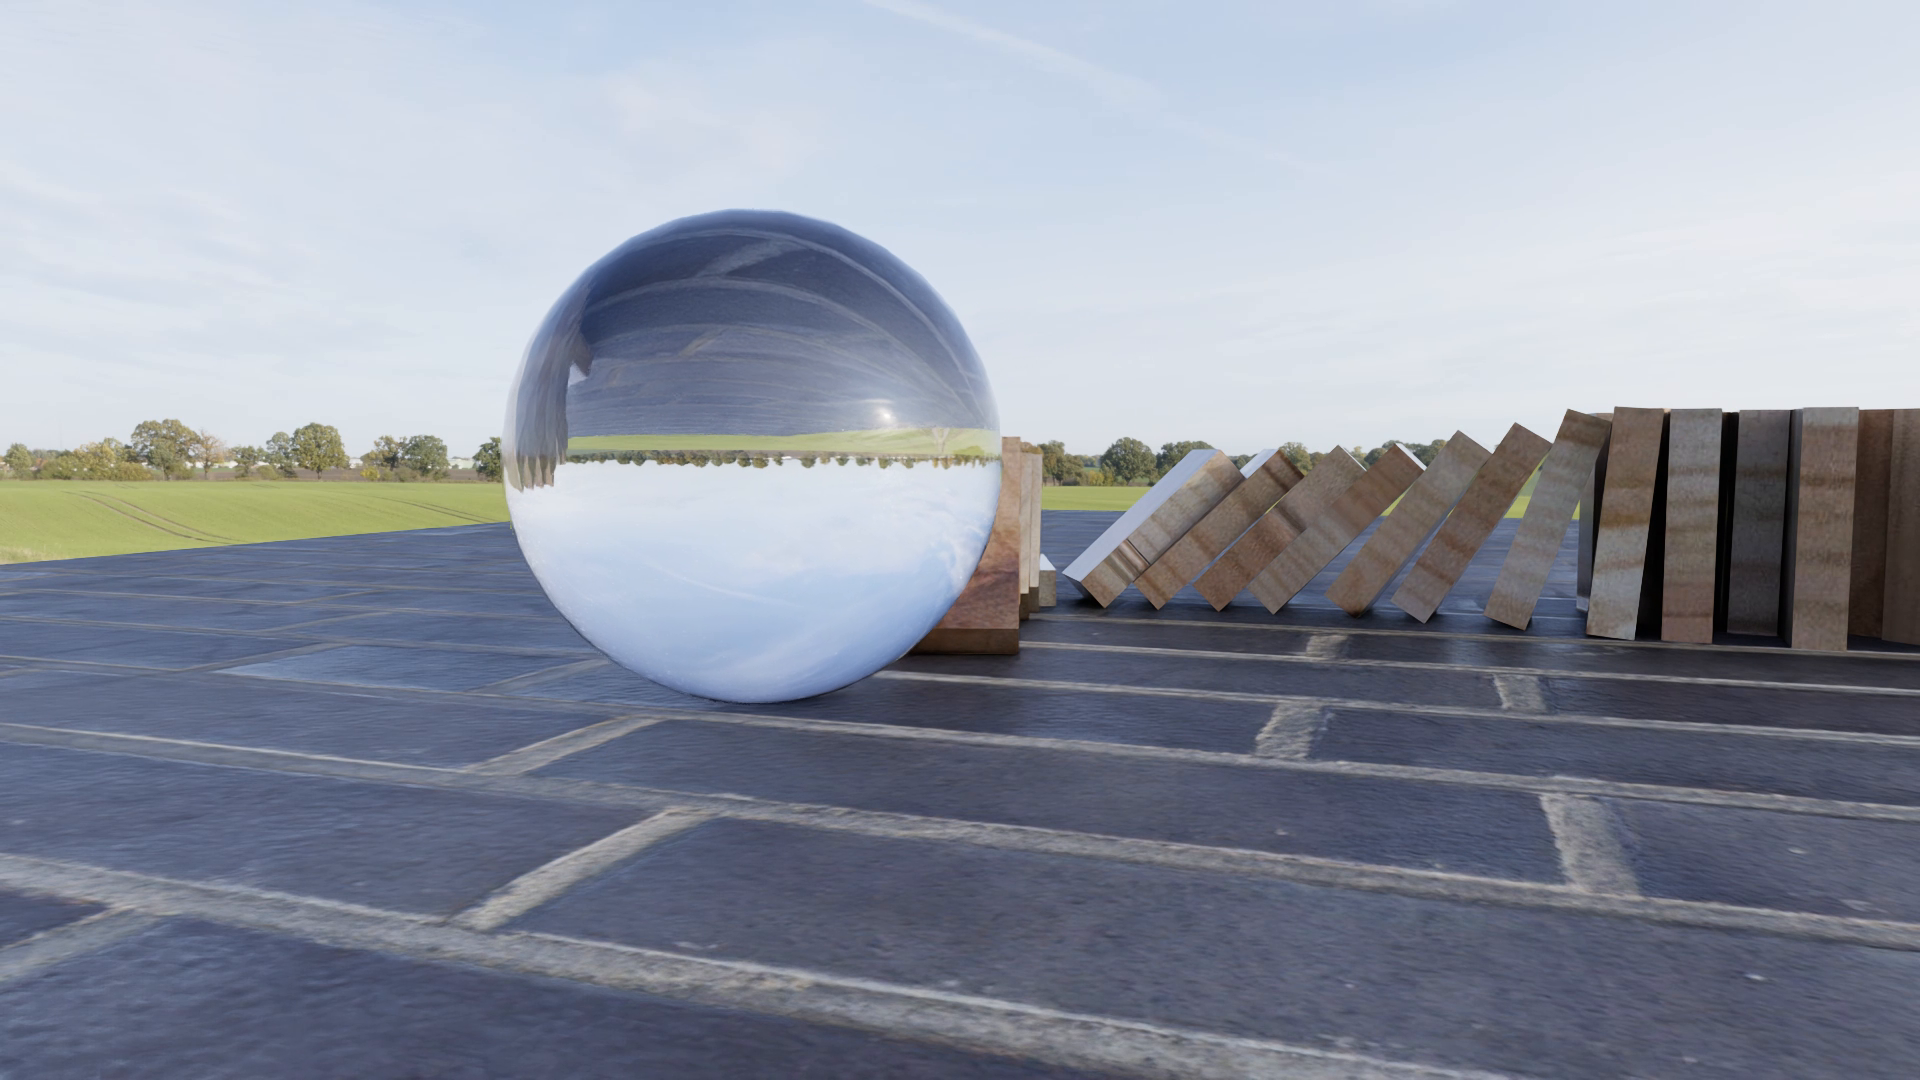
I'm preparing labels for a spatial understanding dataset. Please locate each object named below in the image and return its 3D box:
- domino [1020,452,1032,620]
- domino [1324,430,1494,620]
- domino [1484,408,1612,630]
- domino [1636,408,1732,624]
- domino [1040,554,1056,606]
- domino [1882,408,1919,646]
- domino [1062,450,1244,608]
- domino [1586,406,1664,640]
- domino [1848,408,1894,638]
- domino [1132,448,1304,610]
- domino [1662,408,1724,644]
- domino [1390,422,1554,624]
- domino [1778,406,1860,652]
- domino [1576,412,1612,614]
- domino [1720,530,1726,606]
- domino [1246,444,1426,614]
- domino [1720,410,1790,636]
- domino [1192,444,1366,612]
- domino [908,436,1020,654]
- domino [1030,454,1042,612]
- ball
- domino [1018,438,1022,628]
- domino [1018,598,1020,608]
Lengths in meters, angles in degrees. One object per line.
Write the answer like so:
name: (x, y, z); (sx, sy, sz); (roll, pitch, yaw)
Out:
domino: (0.005, -0.002, 0.325); (0.025, 0.010, 0.050); (0, 45, 5)
domino: (0.111, -0.004, 0.316); (0.009, 0.050, 0.025); (41, 20, 18)
domino: (0.138, -0.005, 0.300); (0.009, 0.050, 0.025); (23, 13, 23)
domino: (0.170, -0.006, 0.305); (0.025, 0.050, 0.009); (0, 4, -26)
domino: (0.013, 0.011, 0.361); (0.025, 0.010, 0.050); (0, 4, 0)
domino: (0.209, -0.002, 0.267); (0.009, 0.050, 0.025); (-1, 5, -18)
domino: (0.051, -0.004, 0.343); (0.050, 0.009, 0.025); (-43, 7, -2)
domino: (0.149, -0.004, 0.288); (0.010, 0.050, 0.025); (7, 7, 26)
domino: (0.201, -0.004, 0.291); (0.009, 0.050, 0.025); (-2, 5, -29)
domino: (0.067, -0.003, 0.339); (0.050, 0.010, 0.025); (-43, 0, 6)
domino: (0.163, -0.004, 0.285); (0.009, 0.050, 0.025); (3, 5, 31)
domino: (0.124, -0.004, 0.309); (0.010, 0.050, 0.025); (36, 18, 20)
domino: (0.183, -0.003, 0.274); (0.010, 0.050, 0.025); (2, 5, 26)
domino: (0.170, -0.007, 0.321); (0.025, 0.050, 0.010); (0, 3, 7)
domino: (0.203, -0.008, 0.341); (0.009, 0.050, 0.025); (0, 4, 3)
domino: (0.096, -0.003, 0.325); (0.010, 0.050, 0.025); (47, 19, 13)
domino: (0.183, -0.005, 0.295); (0.010, 0.050, 0.025); (3, 5, 28)
domino: (0.083, -0.003, 0.331); (0.009, 0.050, 0.025); (46, 15, 9)
domino: (0.000, 0.000, 0.272); (0.025, 0.050, 0.010); (0, -37, 3)
domino: (0.009, -0.003, 0.339); (0.025, 0.009, 0.050); (0, 45, 5)
ball: (-0.033, -0.013, 0.210); (0.080, 0.080, 0.080); (0, 4, 0)
domino: (0.002, -0.003, 0.309); (0.025, 0.050, 0.010); (0, -37, 3)
domino: (0.001, -0.001, 0.284); (0.025, 0.050, 0.009); (0, -37, 3)
